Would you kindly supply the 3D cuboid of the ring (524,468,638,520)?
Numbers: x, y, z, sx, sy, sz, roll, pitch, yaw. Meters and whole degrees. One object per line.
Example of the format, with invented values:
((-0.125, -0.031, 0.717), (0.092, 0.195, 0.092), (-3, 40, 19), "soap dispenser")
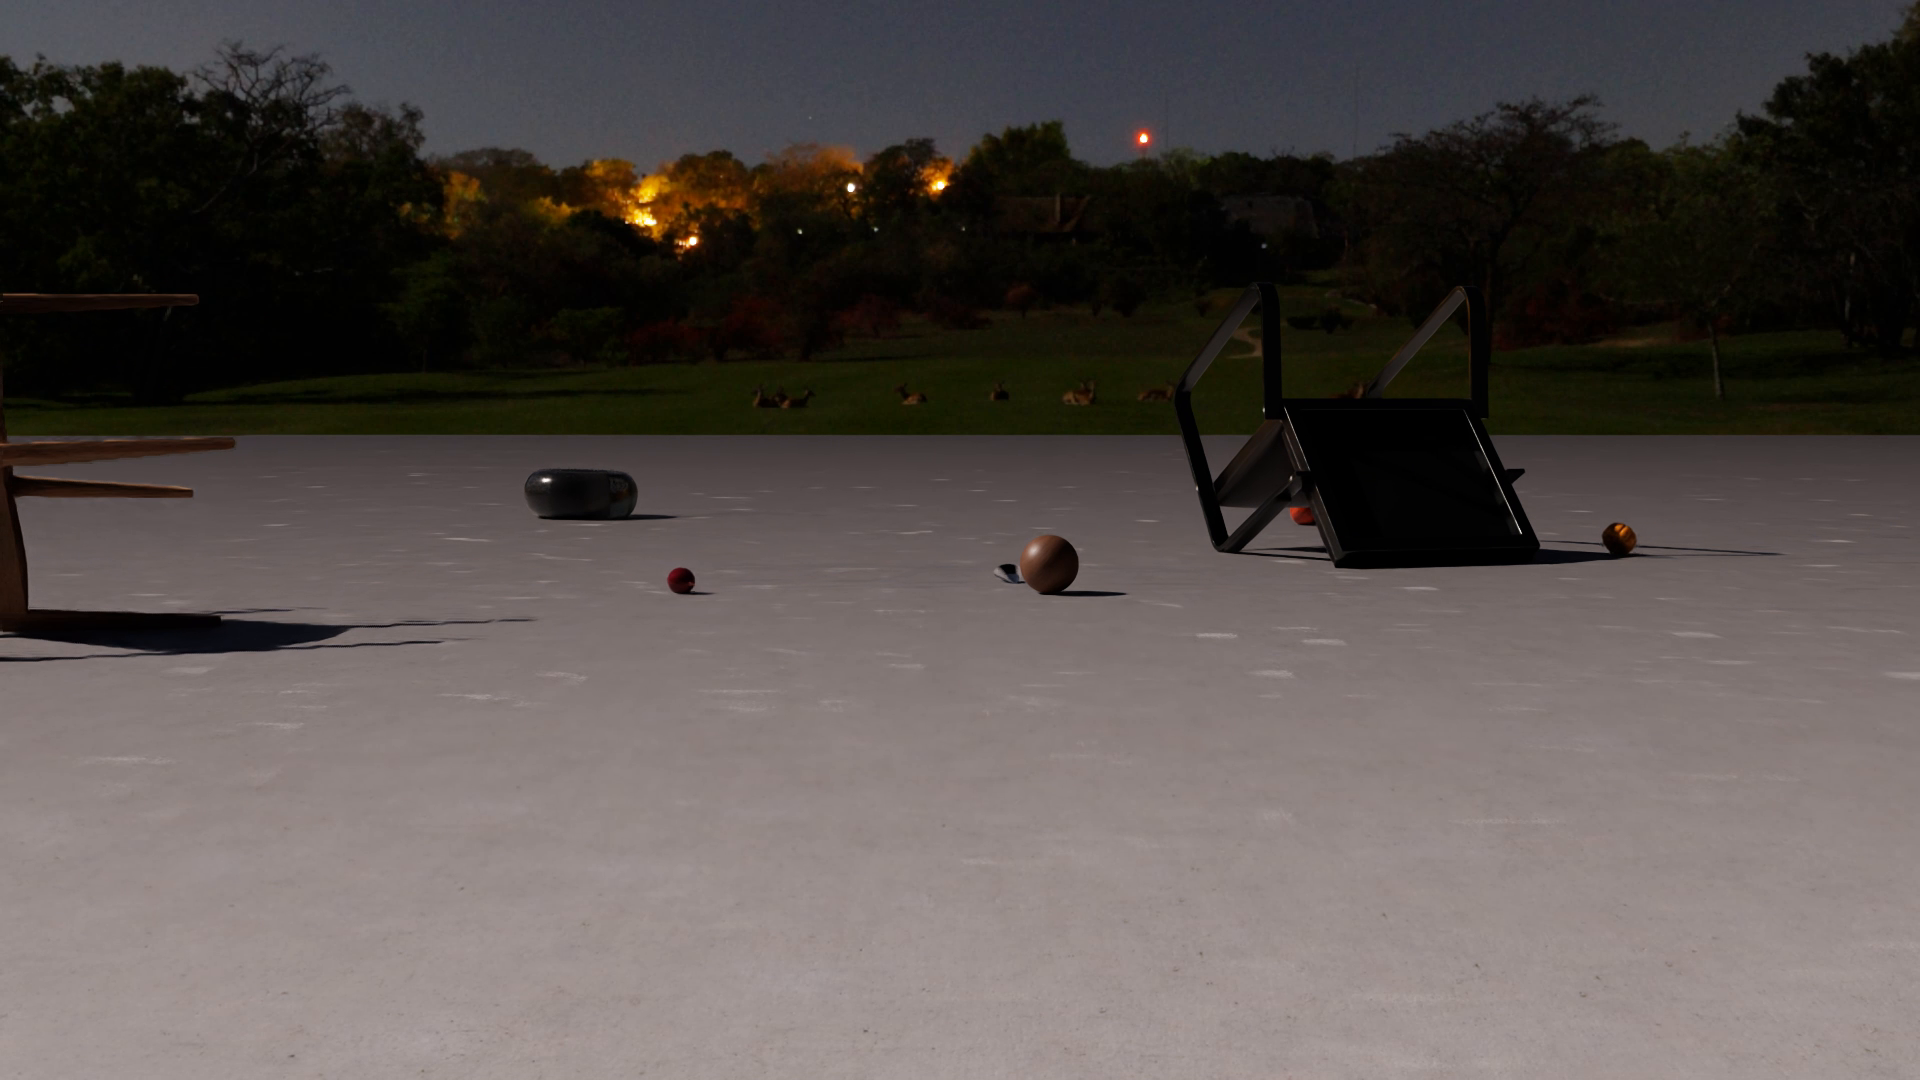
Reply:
((-1.327, -0.161, 7.704), (0.402, 0.165, 0.387), (4, 5, 35), "ring")

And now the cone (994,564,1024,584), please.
((0.121, 0.089, 5.101), (0.073, 0.042, 0.074), (5, 21, -16), "cone")

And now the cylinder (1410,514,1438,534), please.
((1.434, -0.048, 6.800), (0.045, 0.060, 0.075), (-5, 5, -41), "cylinder")
